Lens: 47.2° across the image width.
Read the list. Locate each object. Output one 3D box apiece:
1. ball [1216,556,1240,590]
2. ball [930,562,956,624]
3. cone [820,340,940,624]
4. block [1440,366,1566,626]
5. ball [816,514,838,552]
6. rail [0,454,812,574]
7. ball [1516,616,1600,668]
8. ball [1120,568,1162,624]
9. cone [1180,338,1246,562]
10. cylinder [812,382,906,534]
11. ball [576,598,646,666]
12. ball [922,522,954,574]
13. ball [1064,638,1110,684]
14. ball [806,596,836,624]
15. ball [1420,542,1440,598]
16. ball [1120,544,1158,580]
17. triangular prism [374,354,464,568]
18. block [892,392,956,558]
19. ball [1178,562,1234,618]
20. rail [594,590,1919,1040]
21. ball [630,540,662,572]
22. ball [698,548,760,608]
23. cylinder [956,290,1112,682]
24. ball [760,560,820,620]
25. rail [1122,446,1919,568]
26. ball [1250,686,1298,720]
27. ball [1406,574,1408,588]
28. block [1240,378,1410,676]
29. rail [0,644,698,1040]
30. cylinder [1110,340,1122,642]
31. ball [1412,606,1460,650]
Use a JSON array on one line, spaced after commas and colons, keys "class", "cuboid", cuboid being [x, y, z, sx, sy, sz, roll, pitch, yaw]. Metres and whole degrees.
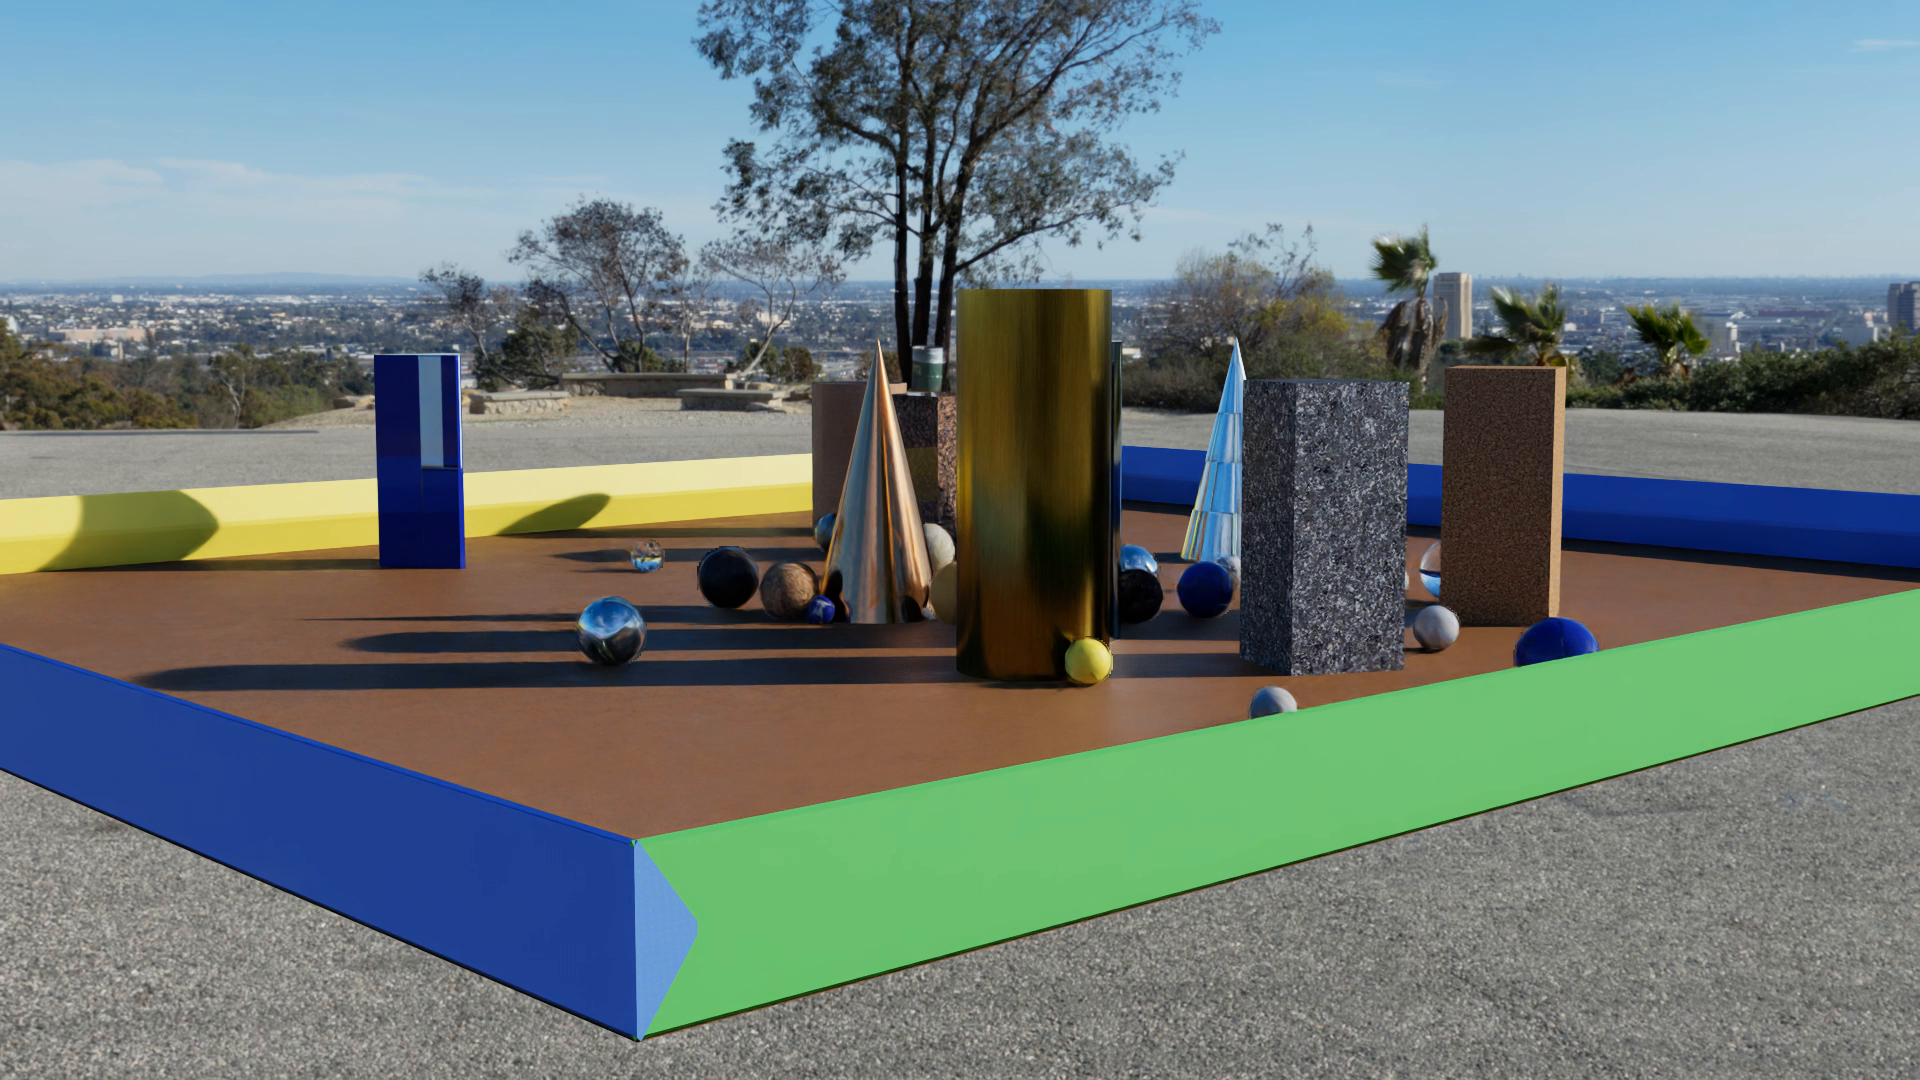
[{"class": "ball", "cuboid": [0.426, 0.053, 3.472, 0.055, 0.055, 0.055, 0, 6, 0]}, {"class": "ball", "cuboid": [0.002, 0.075, 3.090, 0.091, 0.091, 0.091, 0, 6, 0]}, {"class": "cone", "cuboid": [-0.118, -0.092, 3.181, 0.189, 0.404, 0.189, 0, 6, 0]}, {"class": "block", "cuboid": [0.781, -0.068, 3.160, 0.152, 0.360, 0.152, 2, 6, 20]}, {"class": "ball", "cuboid": [-0.227, -0.012, 3.996, 0.073, 0.073, 0.073, 0, 6, 0]}, {"class": "rail", "cuboid": [-0.897, -0.070, 4.299, 3.019, 0.123, 0.045, -6, 8, -42]}, {"class": "ball", "cuboid": [0.680, 0.135, 2.502, 0.095, 0.095, 0.095, 0, 6, 0]}, {"class": "ball", "cuboid": [0.248, 0.079, 3.112, 0.077, 0.077, 0.077, 0, 6, 0]}, {"class": "cone", "cuboid": [0.490, -0.165, 3.916, 0.189, 0.393, 0.189, 0, 6, 0]}, {"class": "cylinder", "cuboid": [-0.200, -0.164, 4.374, 0.189, 0.296, 0.189, 0, 6, 0]}, {"class": "ball", "cuboid": [-0.436, 0.114, 2.744, 0.085, 0.085, 0.085, 0, 6, 0]}, {"class": "ball", "cuboid": [-0.055, 0.017, 3.642, 0.091, 0.091, 0.091, 0, 6, 0]}, {"class": "ball", "cuboid": [0.151, 0.144, 2.604, 0.055, 0.055, 0.055, 0, 6, 0]}, {"class": "ball", "cuboid": [-0.196, 0.099, 3.104, 0.040, 0.040, 0.040, 0, 6, 0]}, {"class": "ball", "cuboid": [0.741, 0.045, 3.318, 0.093, 0.093, 0.093, 0, 6, 0]}, {"class": "ball", "cuboid": [0.252, 0.052, 3.300, 0.091, 0.091, 0.091, 0, 6, 0]}, {"class": "triangular prism", "cuboid": [-0.908, -0.142, 3.836, 0.164, 0.365, 0.142, 2, 6, 17]}, {"class": "block", "cuboid": [-0.034, -0.120, 3.991, 0.152, 0.289, 0.152, -5, 8, -42]}, {"class": "ball", "cuboid": [0.354, 0.071, 3.170, 0.081, 0.081, 0.081, 0, 6, 0]}, {"class": "rail", "cuboid": [0.897, 0.134, 2.365, 3.019, 0.123, 0.045, -6, 8, -42]}, {"class": "ball", "cuboid": [-0.530, 0.028, 3.718, 0.053, 0.053, 0.053, 0, 6, 0]}, {"class": "ball", "cuboid": [-0.343, 0.057, 3.262, 0.091, 0.091, 0.091, 0, 6, 0]}, {"class": "cylinder", "cuboid": [0.090, -0.072, 2.695, 0.189, 0.466, 0.189, 0, 6, 0]}, {"class": "ball", "cuboid": [-0.244, 0.072, 3.145, 0.086, 0.086, 0.086, 0, 6, 0]}, {"class": "rail", "cuboid": [1.092, -0.074, 4.334, 0.045, 0.123, 2.693, -6, 8, -42]}, {"class": "ball", "cuboid": [0.328, 0.178, 2.302, 0.050, 0.050, 0.050, 0, 6, 0]}, {"class": "ball", "cuboid": [0.673, 0.063, 3.414, 0.046, 0.046, 0.046, 0, 6, 0]}, {"class": "block", "cuboid": [0.452, -0.021, 2.742, 0.152, 0.354, 0.152, -2, 6, -17]}, {"class": "rail", "cuboid": [-1.092, 0.138, 2.330, 0.045, 0.123, 2.693, -6, 8, -42]}, {"class": "cylinder", "cuboid": [0.123, -0.068, 2.972, 0.189, 0.400, 0.189, 0, 6, 0]}, {"class": "ball", "cuboid": [0.619, 0.115, 2.863, 0.059, 0.059, 0.059, 0, 6, 0]}]
